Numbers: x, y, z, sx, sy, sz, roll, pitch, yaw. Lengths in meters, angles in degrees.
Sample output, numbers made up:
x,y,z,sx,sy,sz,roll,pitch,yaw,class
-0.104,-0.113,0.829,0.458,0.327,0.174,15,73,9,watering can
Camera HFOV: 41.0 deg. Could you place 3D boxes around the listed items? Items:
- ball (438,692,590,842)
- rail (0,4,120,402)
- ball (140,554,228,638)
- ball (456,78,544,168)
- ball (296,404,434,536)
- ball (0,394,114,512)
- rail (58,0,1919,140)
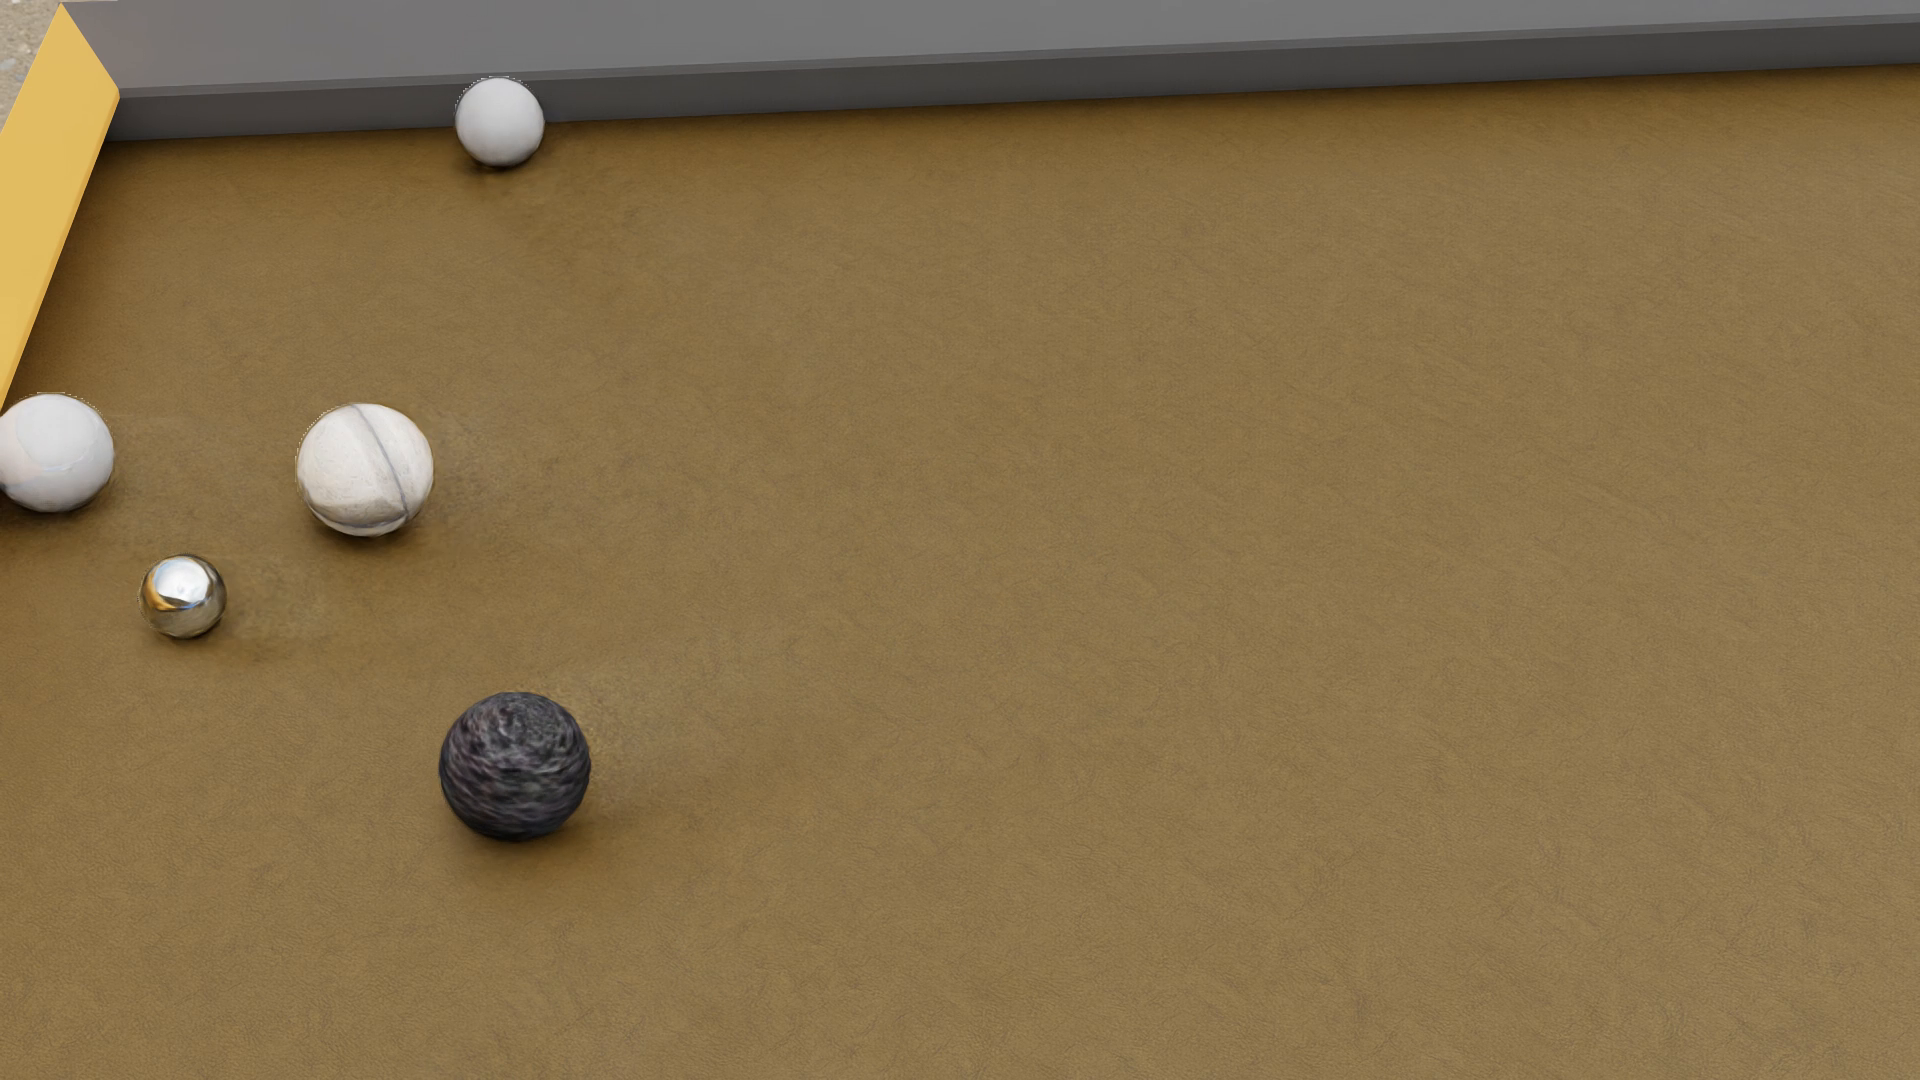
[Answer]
x,y,z,sx,sy,sz,roll,pitch,yaw,class
-0.262,0.133,1.511,0.088,0.088,0.088,0,36,0,ball
-0.675,0.016,1.637,0.045,0.130,1.463,-3,36,-5,rail
-0.507,0.037,1.675,0.055,0.055,0.055,0,36,0,ball
-0.396,-0.359,2.210,0.076,0.076,0.076,0,36,0,ball
-0.408,-0.048,1.761,0.092,0.092,0.092,0,36,0,ball
-0.632,-0.060,1.786,0.083,0.083,0.083,0,36,0,ball
0.630,-0.472,2.319,2.807,0.130,0.045,-3,36,-5,rail
